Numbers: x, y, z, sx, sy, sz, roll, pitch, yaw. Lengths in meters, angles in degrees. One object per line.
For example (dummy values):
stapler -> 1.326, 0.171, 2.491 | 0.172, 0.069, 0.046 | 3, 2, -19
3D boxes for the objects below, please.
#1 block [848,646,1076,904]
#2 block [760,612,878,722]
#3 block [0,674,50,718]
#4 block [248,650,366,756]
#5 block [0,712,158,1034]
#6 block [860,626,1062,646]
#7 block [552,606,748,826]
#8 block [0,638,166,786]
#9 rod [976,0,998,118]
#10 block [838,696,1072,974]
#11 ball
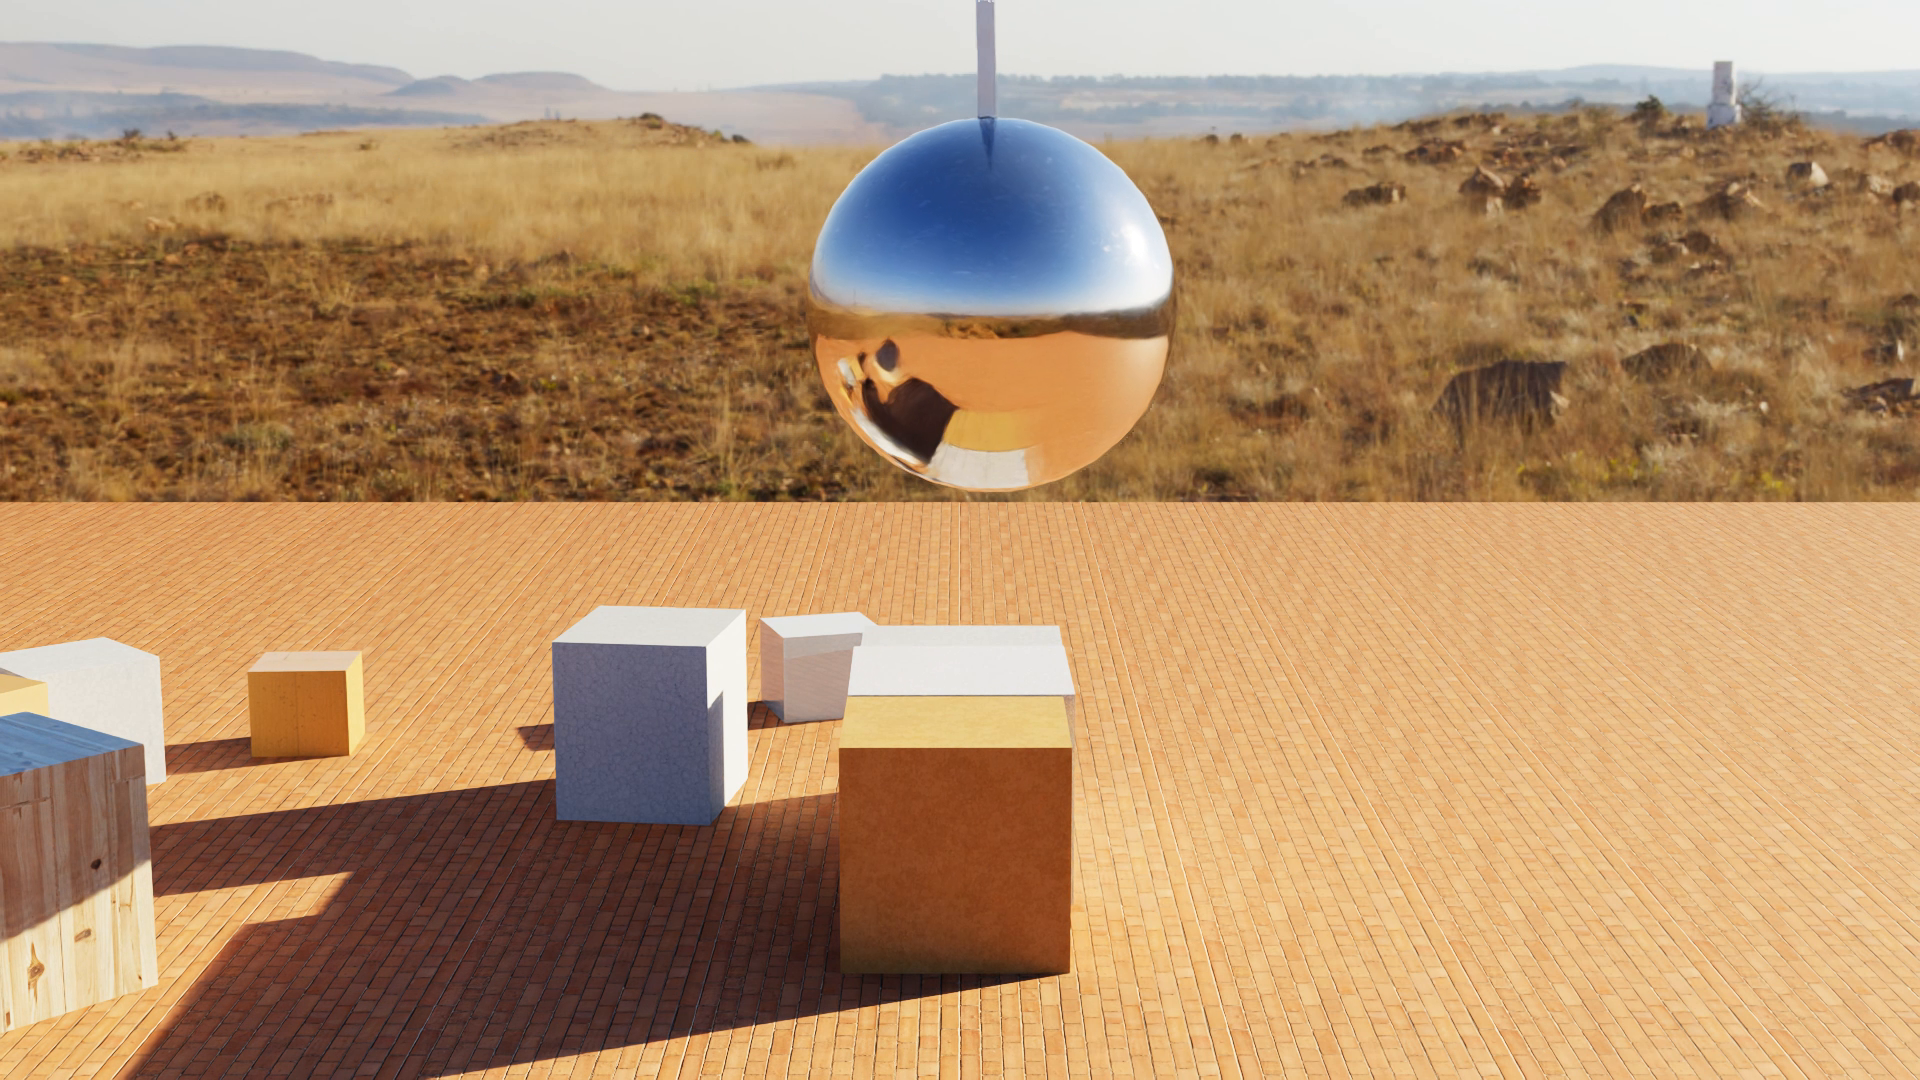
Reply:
block -> 0.001, 1.024, 11.348 | 0.959, 0.926, 0.930 | 0, 10, -1
block -> -0.770, 0.706, 14.349 | 0.578, 0.477, 0.536 | -3, 11, -18
block -> -4.721, 1.031, 11.913 | 0.681, 0.708, 0.677 | 6, 12, 31
block -> -3.448, 0.862, 13.555 | 0.504, 0.455, 0.461 | -1, 10, -3
block -> -3.747, 1.278, 9.830 | 0.821, 0.968, 0.939 | 8, 13, 38
block -> 0.008, 0.908, 12.255 | 0.957, 0.830, 0.877 | 0, 10, 0
block -> -1.497, 0.840, 12.519 | 0.746, 0.868, 0.847 | 1, 10, 7
block -> -4.448, 0.898, 12.833 | 0.675, 0.642, 0.621 | -9, 14, -42
rod -> 0.058, -4.349, 10.390 | 0.080, 5.200, 0.080 | -1, 10, 0
block -> -0.019, 1.186, 10.465 | 0.908, 0.921, 0.826 | 0, 10, 0
ball -> 0.135, -1.004, 10.998 | 1.600, 1.600, 1.600 | 0, 10, 0
